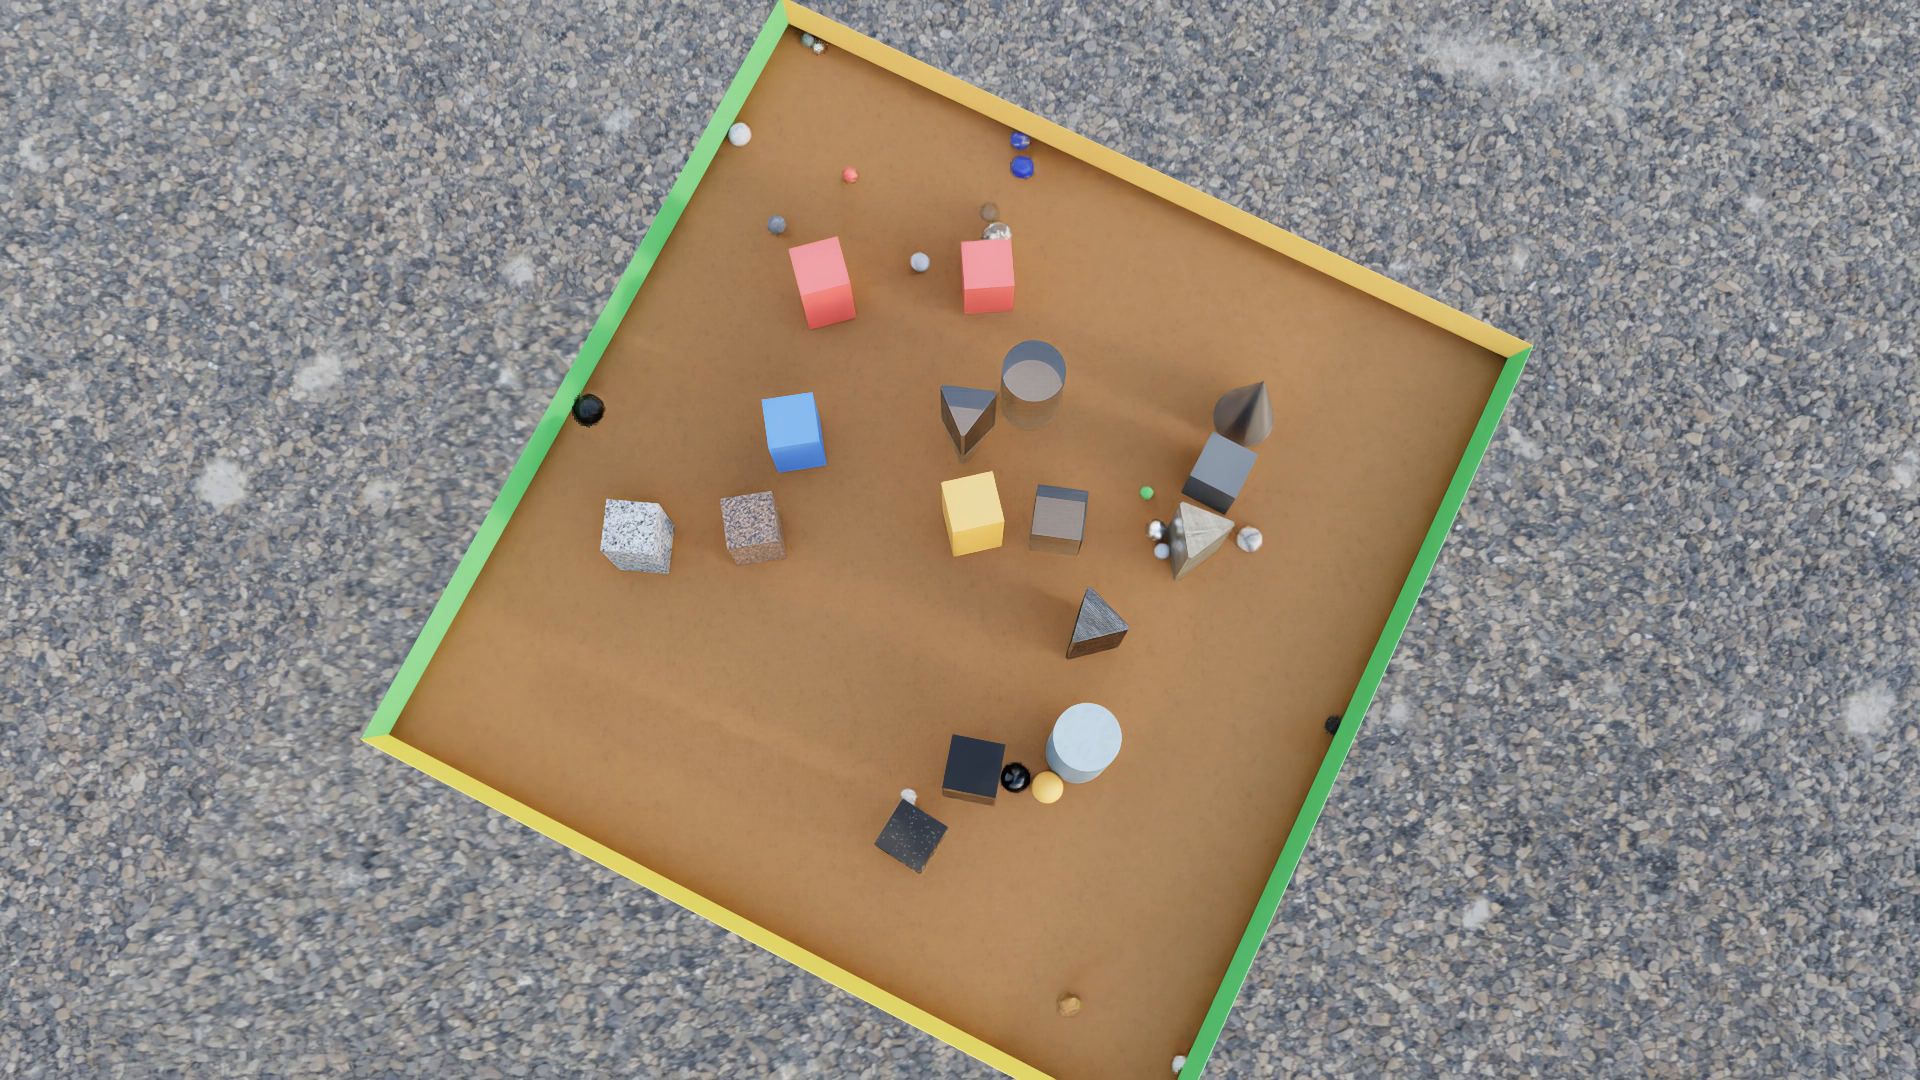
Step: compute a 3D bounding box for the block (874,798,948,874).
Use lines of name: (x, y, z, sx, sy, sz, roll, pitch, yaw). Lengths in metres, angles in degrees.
block: (-0.139, 0.861, 5.307, 0.151, 0.257, 0.151, 31, 80, 6)

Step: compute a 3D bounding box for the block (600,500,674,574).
block: (-0.958, -0.007, 5.462, 0.151, 0.306, 0.151, 5, 78, 1)

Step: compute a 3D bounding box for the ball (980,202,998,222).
ball: (0.092, -1.037, 5.801, 0.059, 0.059, 0.059, 0, 78, 0)

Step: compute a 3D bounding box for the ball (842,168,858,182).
ball: (-0.350, -1.160, 5.834, 0.045, 0.045, 0.045, 0, 78, 0)

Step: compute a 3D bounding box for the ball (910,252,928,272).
ball: (-0.128, -0.875, 5.767, 0.060, 0.060, 0.060, 0, 78, 0)

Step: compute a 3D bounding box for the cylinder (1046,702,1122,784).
cylinder: (0.351, 0.588, 5.265, 0.189, 0.450, 0.189, 0, 78, 0)

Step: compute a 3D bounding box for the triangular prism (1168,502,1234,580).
triangular prism: (0.679, -0.016, 5.433, 0.164, 0.365, 0.142, -37, 81, -7)

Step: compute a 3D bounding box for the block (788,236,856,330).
block: (-0.419, -0.784, 5.615, 0.151, 0.321, 0.151, -15, 79, -3)

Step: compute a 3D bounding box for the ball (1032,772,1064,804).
ball: (0.258, 0.731, 5.417, 0.095, 0.095, 0.095, 0, 78, 0)

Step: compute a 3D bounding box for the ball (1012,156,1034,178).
ball: (0.201, -1.184, 5.825, 0.072, 0.072, 0.072, 0, 78, 0)

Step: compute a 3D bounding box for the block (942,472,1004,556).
block: (0.037, -0.074, 5.447, 0.151, 0.362, 0.151, -13, 79, -3)

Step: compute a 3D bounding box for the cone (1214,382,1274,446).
cone: (0.882, -0.421, 5.501, 0.189, 0.396, 0.189, 0, 78, 0)

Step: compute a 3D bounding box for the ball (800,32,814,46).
ball: (-0.493, -1.618, 5.929, 0.044, 0.044, 0.044, 0, 78, 0)

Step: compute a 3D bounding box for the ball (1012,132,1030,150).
ball: (0.193, -1.275, 5.849, 0.060, 0.060, 0.060, 0, 78, 0)

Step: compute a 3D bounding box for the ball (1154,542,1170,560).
ball: (0.617, 0.033, 5.584, 0.050, 0.050, 0.050, 0, 78, 0)

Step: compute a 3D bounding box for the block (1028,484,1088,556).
block: (0.295, -0.058, 5.510, 0.151, 0.232, 0.151, 8, 78, 2)

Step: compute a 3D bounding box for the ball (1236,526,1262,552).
ball: (0.879, -0.003, 5.579, 0.076, 0.076, 0.076, 0, 78, 0)

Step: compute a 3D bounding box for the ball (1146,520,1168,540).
ball: (0.598, -0.031, 5.589, 0.067, 0.067, 0.067, 0, 78, 0)

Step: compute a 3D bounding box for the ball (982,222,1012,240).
ball: (0.116, -0.953, 5.767, 0.091, 0.091, 0.091, 0, 78, 0)

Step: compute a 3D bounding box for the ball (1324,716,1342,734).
ball: (1.117, 0.553, 5.474, 0.055, 0.055, 0.055, 0, 78, 0)

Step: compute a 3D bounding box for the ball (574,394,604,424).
ball: (-1.143, -0.402, 5.651, 0.094, 0.094, 0.094, 0, 78, 0)

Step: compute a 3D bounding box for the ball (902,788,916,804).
ball: (-0.151, 0.761, 5.436, 0.046, 0.046, 0.046, 0, 78, 0)

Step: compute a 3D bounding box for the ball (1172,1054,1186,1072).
ball: (0.636, 1.508, 5.280, 0.049, 0.049, 0.049, 0, 78, 0)

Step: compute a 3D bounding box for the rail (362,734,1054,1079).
rail: (-0.582, 1.146, 5.316, 2.605, 0.123, 0.045, 26, 80, 5)

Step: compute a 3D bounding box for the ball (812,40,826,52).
ball: (-0.456, -1.596, 5.926, 0.041, 0.041, 0.041, 0, 78, 0)

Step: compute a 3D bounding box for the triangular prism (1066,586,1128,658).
triangular prism: (0.385, 0.237, 5.389, 0.164, 0.349, 0.142, -13, 79, -3)

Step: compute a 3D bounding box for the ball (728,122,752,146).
ball: (-0.703, -1.294, 5.846, 0.074, 0.074, 0.074, 0, 78, 0)

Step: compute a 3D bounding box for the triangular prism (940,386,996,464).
triangular prism: (0.001, -0.373, 5.516, 0.142, 0.348, 0.164, 36, 81, 7)

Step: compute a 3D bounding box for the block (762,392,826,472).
block: (-0.498, -0.322, 5.532, 0.151, 0.295, 0.151, -9, 78, -2)

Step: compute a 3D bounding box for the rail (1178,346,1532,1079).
rail: (1.144, 0.567, 5.435, 0.045, 0.123, 2.650, 26, 80, 5)

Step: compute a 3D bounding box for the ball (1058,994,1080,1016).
ball: (0.315, 1.346, 5.304, 0.066, 0.066, 0.066, 0, 78, 0)

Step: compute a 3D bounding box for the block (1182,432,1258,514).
block: (0.783, -0.200, 5.542, 0.151, 0.227, 0.151, 28, 80, 5)

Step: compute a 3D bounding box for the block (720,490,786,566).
block: (-0.616, -0.032, 5.487, 0.151, 0.266, 0.151, -9, 78, -2)

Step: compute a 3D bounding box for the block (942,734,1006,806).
block: (0.039, 0.668, 5.288, 0.151, 0.373, 0.151, 11, 79, 2)

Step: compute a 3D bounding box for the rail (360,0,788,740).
rail: (-1.144, -0.553, 5.667, 0.045, 0.123, 2.650, 26, 80, 5)

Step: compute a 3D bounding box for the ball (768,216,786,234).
ball: (-0.580, -0.996, 5.792, 0.060, 0.060, 0.060, 0, 78, 0)

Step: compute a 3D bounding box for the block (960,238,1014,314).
block: (0.084, -0.814, 5.667, 0.151, 0.231, 0.151, -4, 78, -1)

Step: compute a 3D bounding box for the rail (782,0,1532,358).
rail: (0.582, -1.133, 5.787, 2.605, 0.123, 0.045, 26, 80, 5)

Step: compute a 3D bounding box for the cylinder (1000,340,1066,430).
cylinder: (0.218, -0.466, 5.552, 0.189, 0.315, 0.189, 0, 78, 0)

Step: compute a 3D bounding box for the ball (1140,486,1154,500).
ball: (0.574, -0.143, 5.626, 0.040, 0.040, 0.040, 0, 78, 0)

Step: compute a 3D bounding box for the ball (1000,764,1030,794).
ball: (0.164, 0.705, 5.426, 0.087, 0.087, 0.087, 0, 78, 0)
